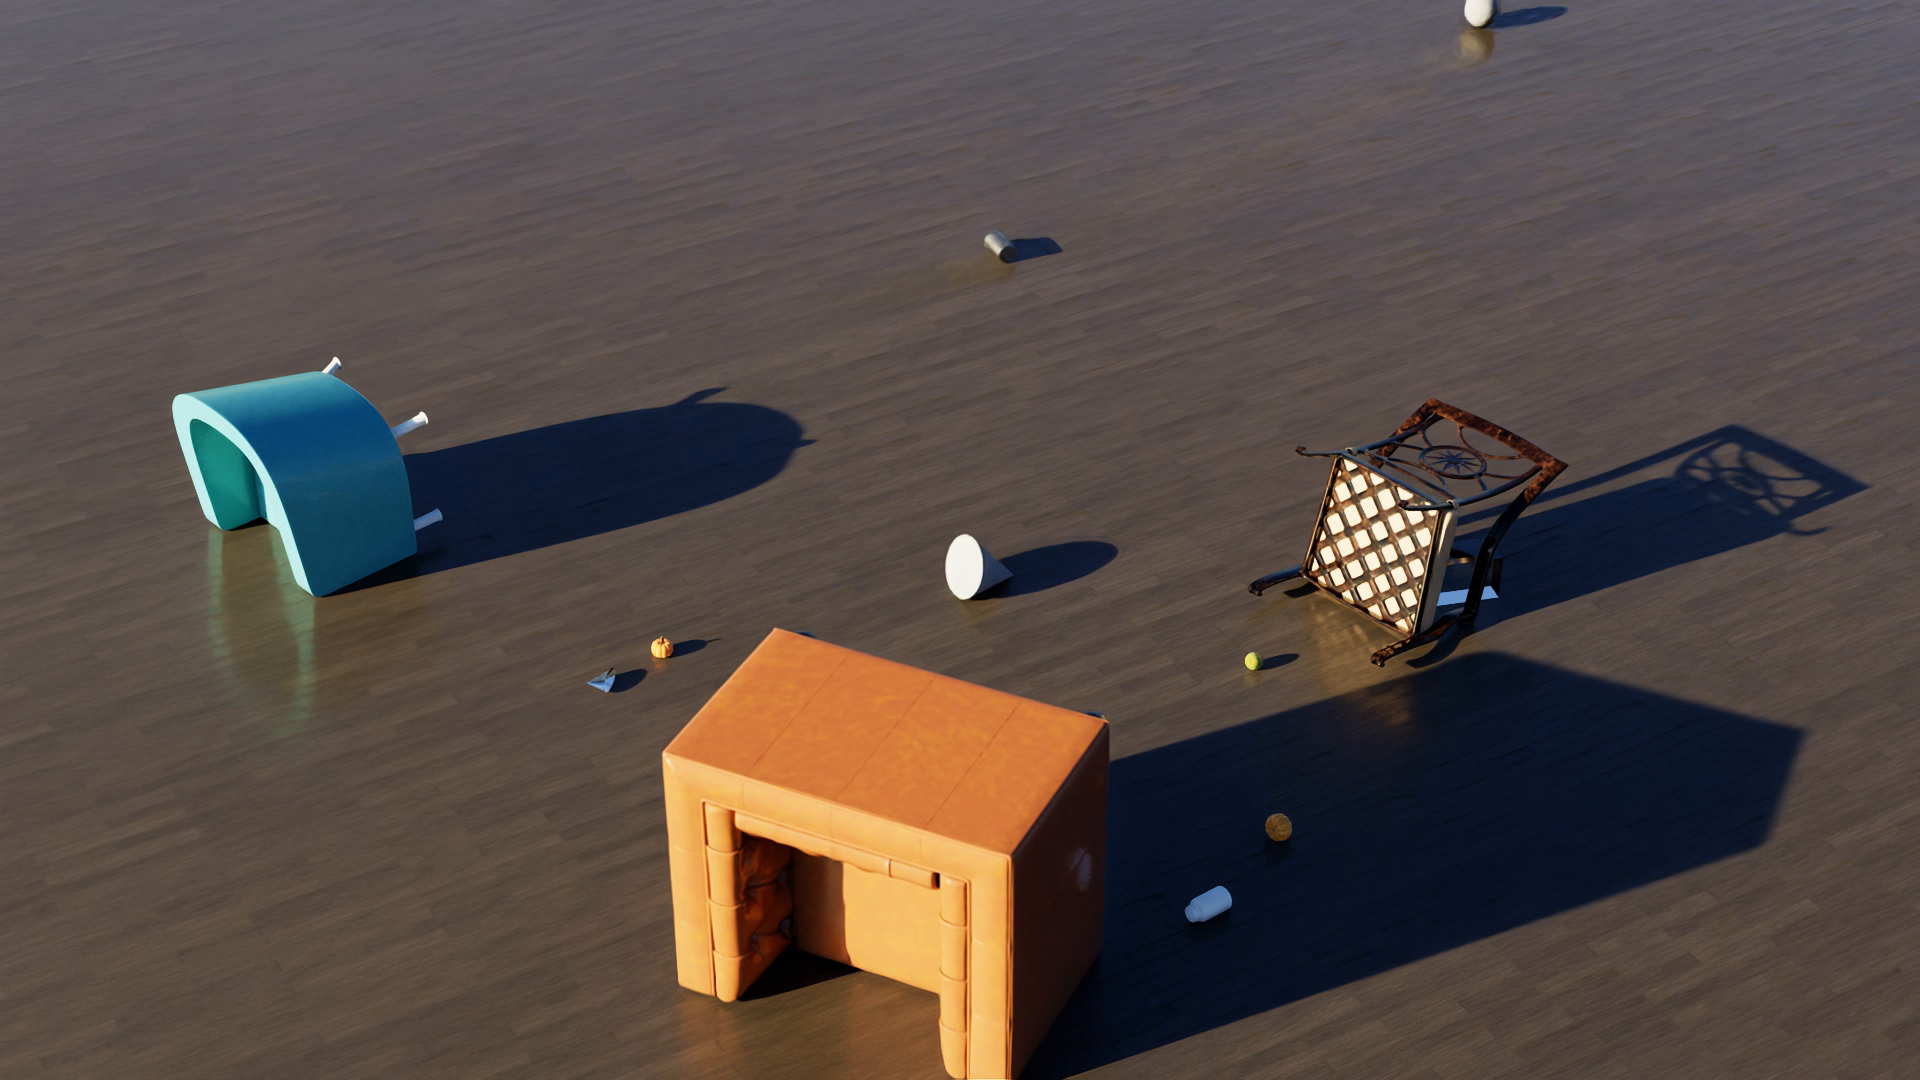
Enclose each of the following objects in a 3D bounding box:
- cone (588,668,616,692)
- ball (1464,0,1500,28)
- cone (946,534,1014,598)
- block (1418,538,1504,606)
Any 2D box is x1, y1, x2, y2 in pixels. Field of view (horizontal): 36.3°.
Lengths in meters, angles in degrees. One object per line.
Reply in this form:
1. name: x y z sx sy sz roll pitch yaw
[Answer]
1. cone: -1.256 0.491 10.178 0.087 0.050 0.128 -8 32 18
2. ball: 2.646 -2.689 14.865 0.176 0.176 0.176 0 33 0
3. cone: 0.107 0.112 10.684 0.228 0.213 0.255 10 40 -35
4. block: 1.809 0.116 10.611 0.262 0.174 0.136 -7 34 -11
